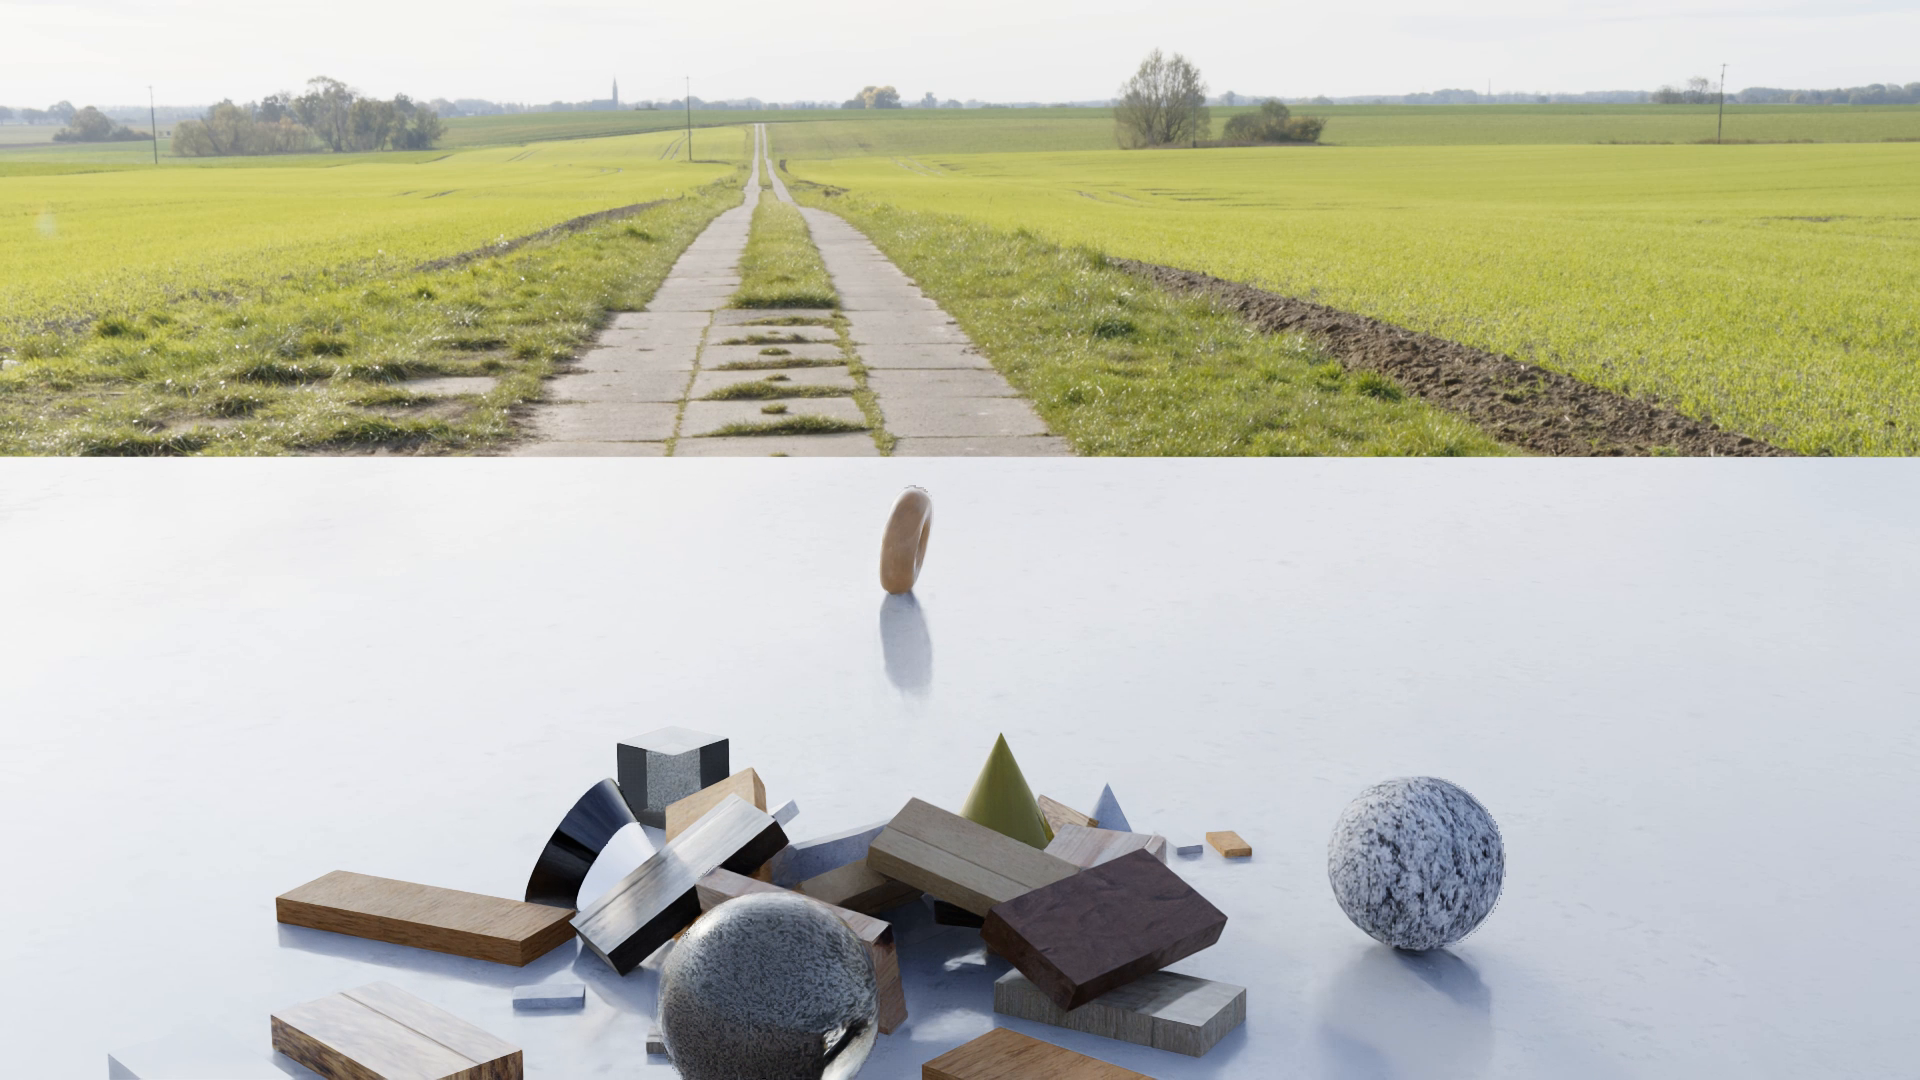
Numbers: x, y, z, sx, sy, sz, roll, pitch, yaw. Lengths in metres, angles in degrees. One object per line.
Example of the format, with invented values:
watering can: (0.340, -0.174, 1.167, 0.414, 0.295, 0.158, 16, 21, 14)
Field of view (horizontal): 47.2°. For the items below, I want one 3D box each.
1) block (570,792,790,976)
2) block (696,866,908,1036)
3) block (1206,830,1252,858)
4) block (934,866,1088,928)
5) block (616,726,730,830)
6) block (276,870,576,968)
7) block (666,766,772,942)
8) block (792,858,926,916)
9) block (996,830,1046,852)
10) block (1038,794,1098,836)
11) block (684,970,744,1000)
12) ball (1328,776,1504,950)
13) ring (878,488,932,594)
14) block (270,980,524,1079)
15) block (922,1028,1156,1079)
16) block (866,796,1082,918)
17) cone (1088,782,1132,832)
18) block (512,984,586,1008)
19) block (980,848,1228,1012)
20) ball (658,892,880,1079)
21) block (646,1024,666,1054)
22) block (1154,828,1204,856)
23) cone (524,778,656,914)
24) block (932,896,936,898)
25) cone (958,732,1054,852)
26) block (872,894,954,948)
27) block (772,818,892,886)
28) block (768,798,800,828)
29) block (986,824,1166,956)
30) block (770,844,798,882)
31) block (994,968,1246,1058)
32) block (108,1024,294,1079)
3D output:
block: (-0.436, 0.532, 3.420, 0.327, 0.046, 0.163, -38, 25, -19)
block: (-0.230, 0.589, 3.165, 0.327, 0.163, 0.046, 11, 32, 35)
block: (0.477, 0.539, 3.903, 0.050, 0.014, 0.101, -2, 11, -12)
block: (0.124, 0.555, 3.412, 0.295, 0.042, 0.148, 2, 20, 18)
block: (-0.530, 0.441, 4.073, 0.146, 0.146, 0.146, 8, 13, 36)
block: (-0.852, 0.599, 3.503, 0.474, 0.042, 0.148, 5, 12, 24)
block: (-0.390, 0.507, 3.539, 0.163, 0.046, 0.327, -26, 29, 6)
block: (-0.160, 0.554, 3.425, 0.350, 0.050, 0.175, -13, -28, -49)
block: (0.082, 0.545, 3.846, 0.174, 0.025, 0.087, 10, 15, 44)
block: (0.177, 0.509, 3.883, 0.023, 0.080, 0.160, 27, -5, -32)
block: (-0.356, 0.656, 3.272, 0.050, 0.014, 0.101, 8, 13, 36)
ball: (0.706, 0.500, 3.416, 0.269, 0.269, 0.269, 0, 11, 0)
ring: (-0.151, 0.003, 6.051, 0.100, 0.301, 0.301, 12, 12, 6)
block: (-0.768, 0.691, 2.989, 0.350, 0.050, 0.175, 10, 15, 43)
block: (0.132, 0.720, 2.844, 0.339, 0.046, 0.162, 9, 14, 39)
block: (0.021, 0.498, 3.352, 0.292, 0.041, 0.146, 21, 33, 18)
cone: (0.257, 0.488, 3.860, 0.132, 0.132, 0.132, 0, 11, 0)
block: (-0.601, 0.667, 3.216, 0.101, 0.014, 0.050, -1, 11, -5)
block: (0.215, 0.565, 3.221, 0.356, 0.050, 0.178, -12, 40, -46)
ball: (-0.246, 0.599, 2.837, 0.287, 0.287, 0.287, 0, 11, 0)
block: (-0.374, 0.694, 3.063, 0.120, 0.017, 0.060, -1, 11, -3)
block: (0.388, 0.537, 3.917, 0.050, 0.014, 0.101, -4, 11, -19)
cone: (-0.527, 0.555, 3.553, 0.248, 0.248, 0.248, 30, 18, 11)
block: (-0.006, 0.570, 3.619, 0.080, 0.023, 0.160, 7, 2, -3)
cone: (0.070, 0.433, 3.795, 0.213, 0.213, 0.213, 0, 11, 0)
block: (-0.066, 0.607, 3.511, 0.087, 0.025, 0.174, 9, 14, 39)
block: (-0.219, 0.514, 3.589, 0.350, 0.050, 0.175, -20, -5, 40)
block: (-0.379, 0.508, 3.797, 0.194, 0.027, 0.097, -26, 2, 20)
block: (0.191, 0.565, 3.514, 0.178, 0.050, 0.356, 4, 21, 23)
block: (-0.313, 0.515, 3.532, 0.120, 0.017, 0.060, -5, 46, 53)
block: (0.229, 0.661, 3.161, 0.324, 0.046, 0.162, 6, 12, 29)
block: (-0.983, 0.716, 2.879, 0.148, 0.042, 0.295, -9, 14, -41)
